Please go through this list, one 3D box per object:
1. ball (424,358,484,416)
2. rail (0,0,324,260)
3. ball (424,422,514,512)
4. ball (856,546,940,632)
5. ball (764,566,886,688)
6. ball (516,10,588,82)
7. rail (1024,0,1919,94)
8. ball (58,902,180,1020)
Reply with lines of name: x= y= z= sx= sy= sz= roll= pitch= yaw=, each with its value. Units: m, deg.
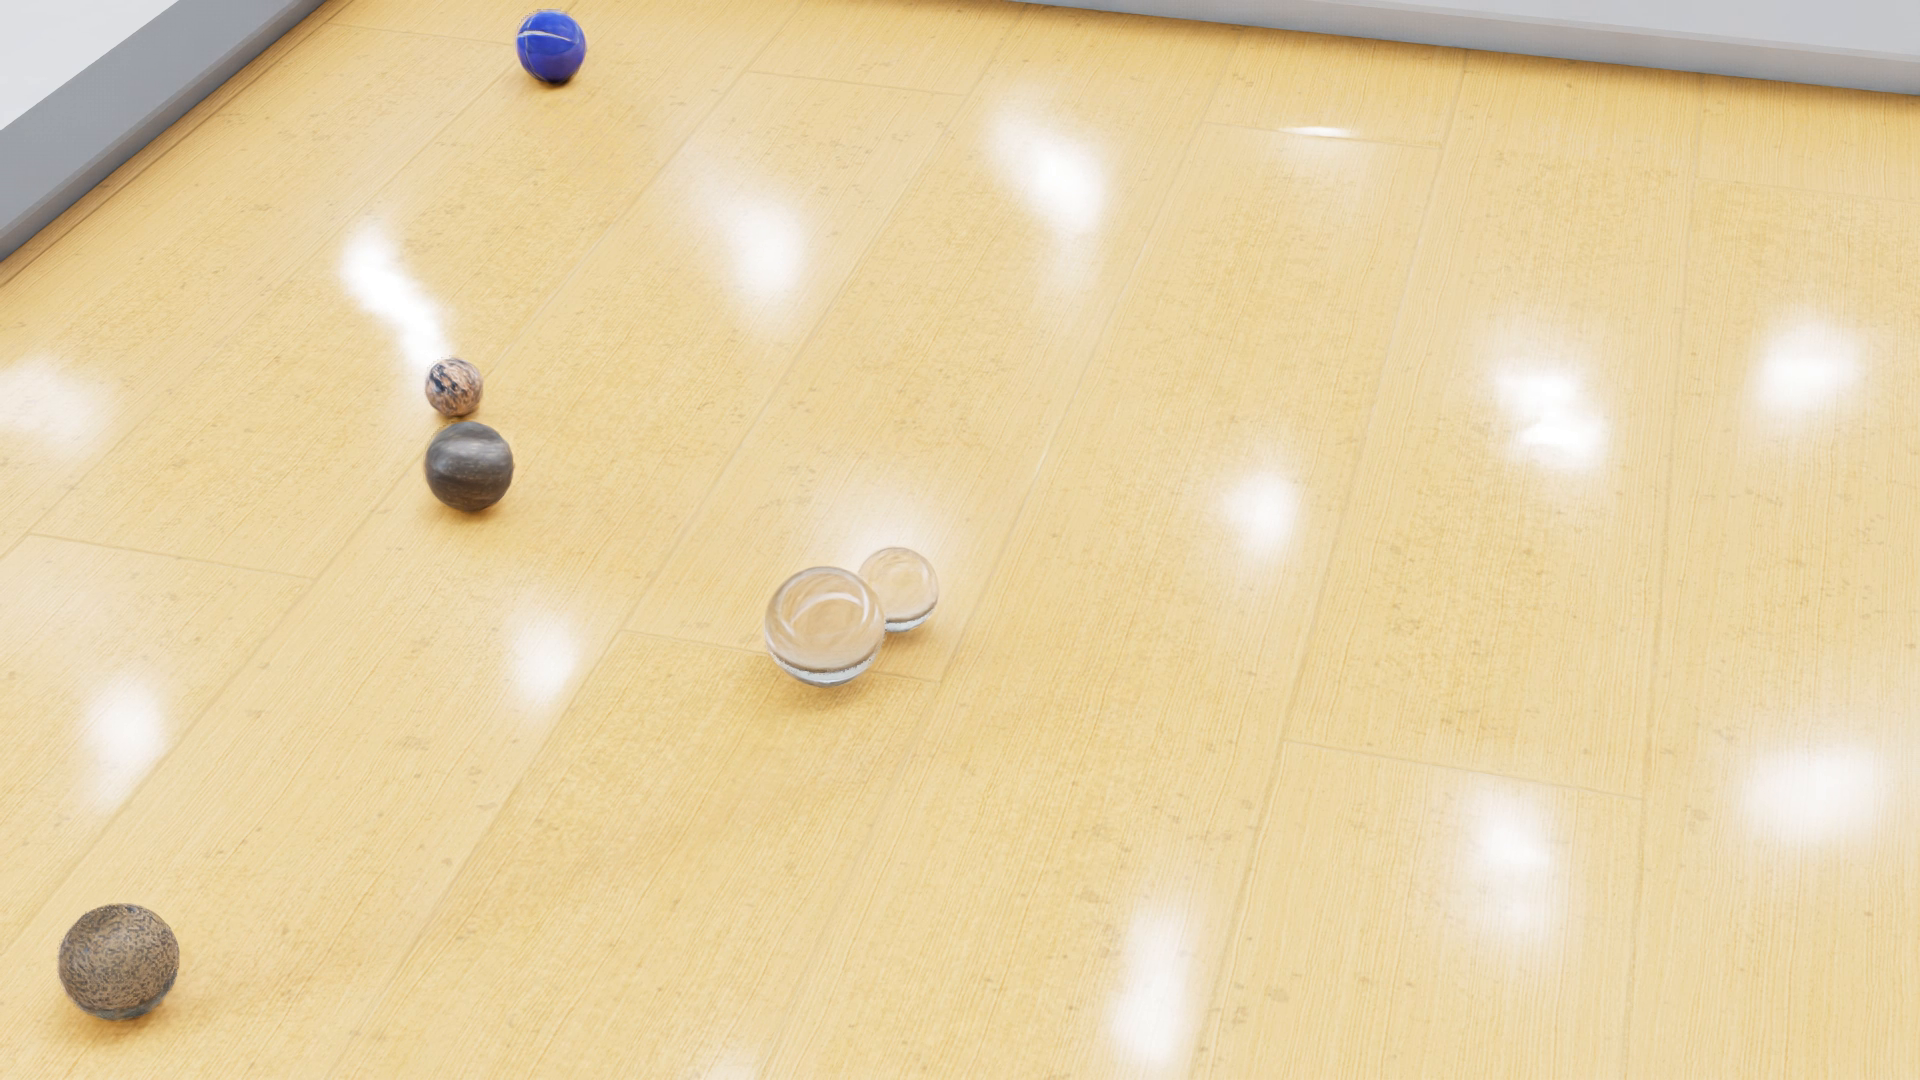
ball: x=-0.427 y=-0.129 z=2.167 sx=0.050 sy=0.050 sz=0.050 roll=0 pitch=34 yaw=0
rail: x=-0.949 y=-0.164 z=2.160 sx=0.045 sy=0.114 sz=2.269 roll=9 pitch=35 yaw=13
ball: x=-0.391 y=-0.059 z=2.043 sx=0.071 sy=0.071 sz=0.071 roll=0 pitch=34 yaw=0
ball: x=-0.047 y=0.037 z=1.908 sx=0.064 sy=0.064 sz=0.064 roll=0 pitch=34 yaw=0
ball: x=-0.098 y=0.062 z=1.849 sx=0.088 sy=0.088 sz=0.088 roll=0 pitch=34 yaw=0
ball: x=-0.436 y=-0.526 z=2.734 sx=0.075 sy=0.075 sz=0.075 roll=0 pitch=34 yaw=0
rail: x=1.264 y=-0.470 z=2.615 sx=4.029 sy=0.114 sz=0.045 roll=9 pitch=35 yaw=13
ball: x=-0.515 y=0.258 z=1.572 sx=0.072 sy=0.072 sz=0.072 roll=0 pitch=34 yaw=0
